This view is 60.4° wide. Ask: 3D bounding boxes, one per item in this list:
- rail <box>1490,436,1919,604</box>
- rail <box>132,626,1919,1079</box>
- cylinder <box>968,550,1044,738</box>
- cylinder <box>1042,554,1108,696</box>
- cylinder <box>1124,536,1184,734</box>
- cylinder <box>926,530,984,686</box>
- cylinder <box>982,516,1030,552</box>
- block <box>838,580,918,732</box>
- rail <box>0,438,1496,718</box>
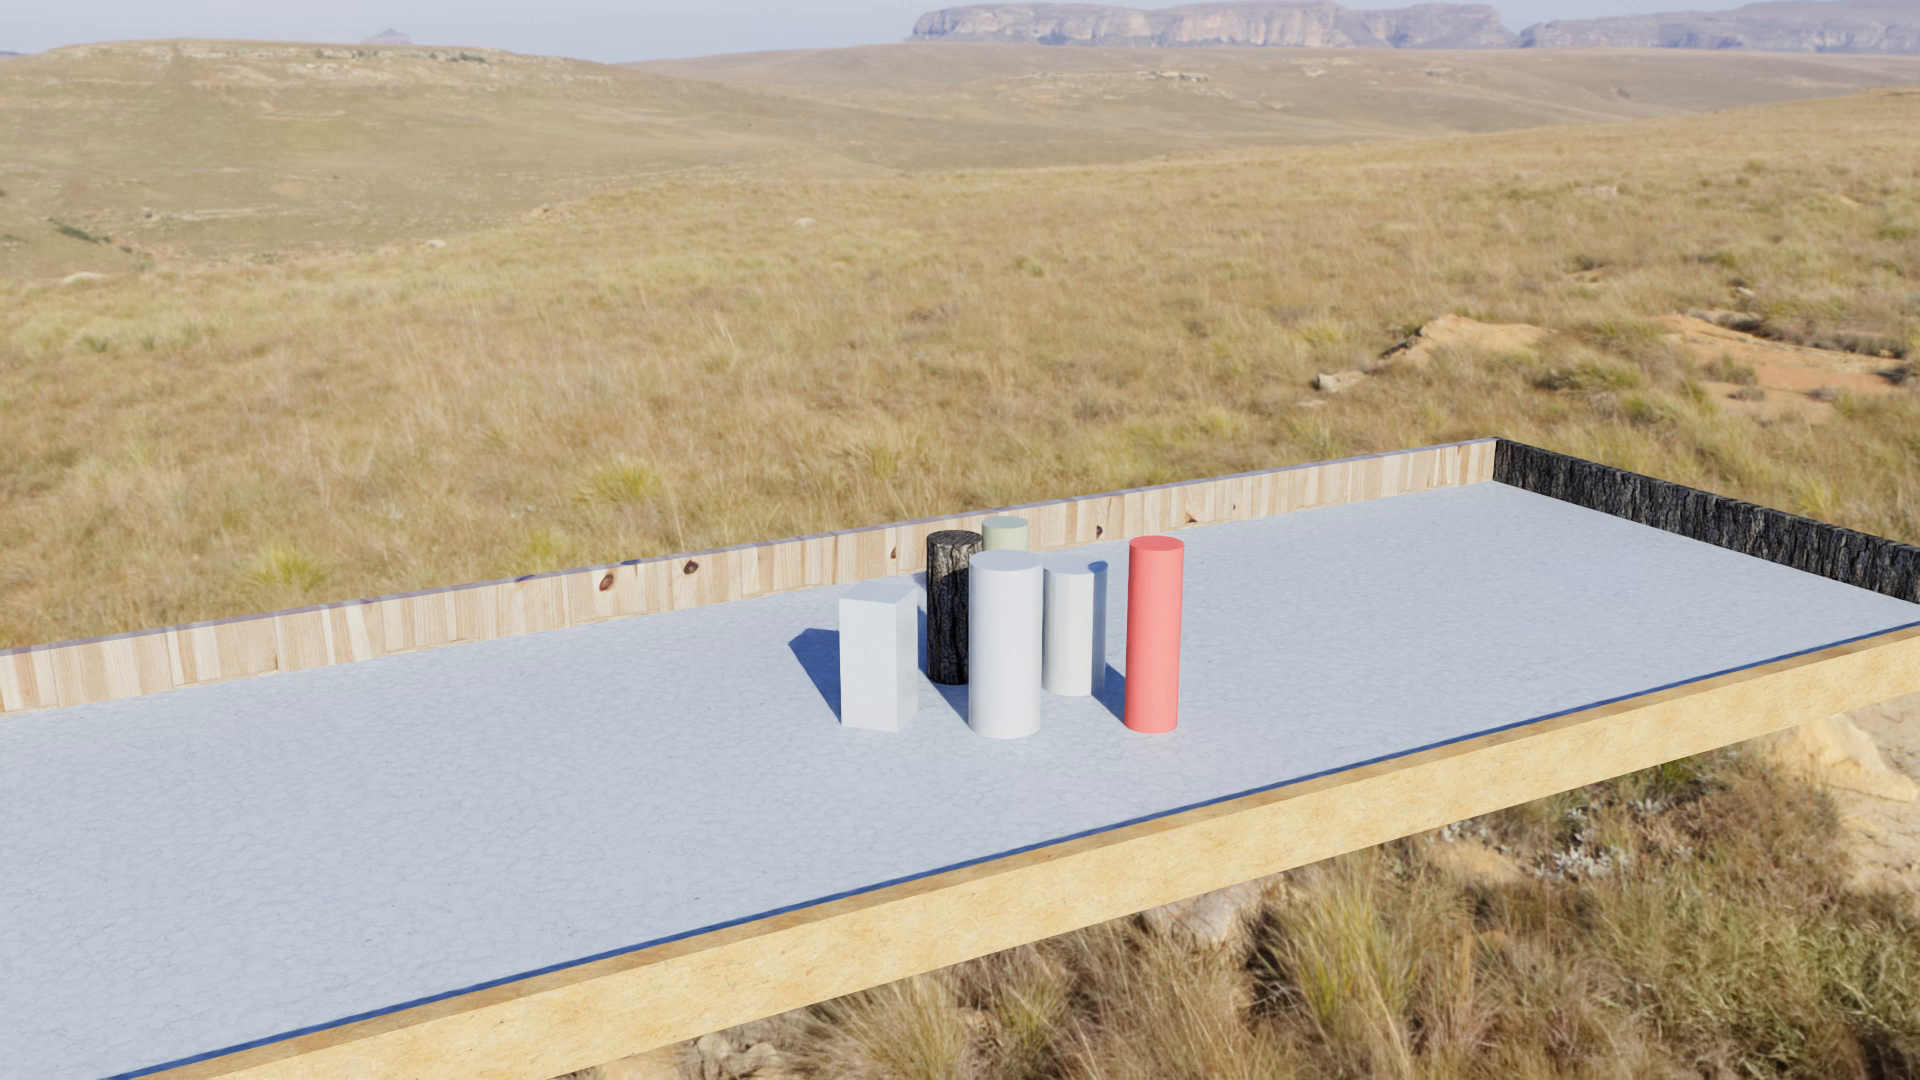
[{"bbox_3d":[2.466,-0.048,5.253,0.050,0.150,2.100,-9,18,-27],"label":"rail"},{"bbox_3d":[-2.336,1.006,1.665,12.000,0.150,0.050,-9,18,-27],"label":"rail"},{"bbox_3d":[0.105,0.240,3.822,0.171,0.404,0.171,0,16,0],"label":"cylinder"},{"bbox_3d":[0.281,0.210,4.085,0.163,0.313,0.163,0,16,0],"label":"cylinder"},{"bbox_3d":[0.449,0.219,3.822,0.125,0.443,0.125,0,16,0],"label":"cylinder"},{"bbox_3d":[-0.013,0.168,4.137,0.141,0.364,0.141,0,16,0],"label":"cylinder"},{"bbox_3d":[0.118,0.118,4.347,0.125,0.342,0.125,0,16,0],"label":"cylinder"},{"bbox_3d":[-0.189,0.272,3.871,0.140,0.315,0.140,5,17,18],"label":"block"},{"bbox_3d":[-3.305,0.497,3.399,12.000,0.150,0.050,-9,18,-27],"label":"rail"}]
